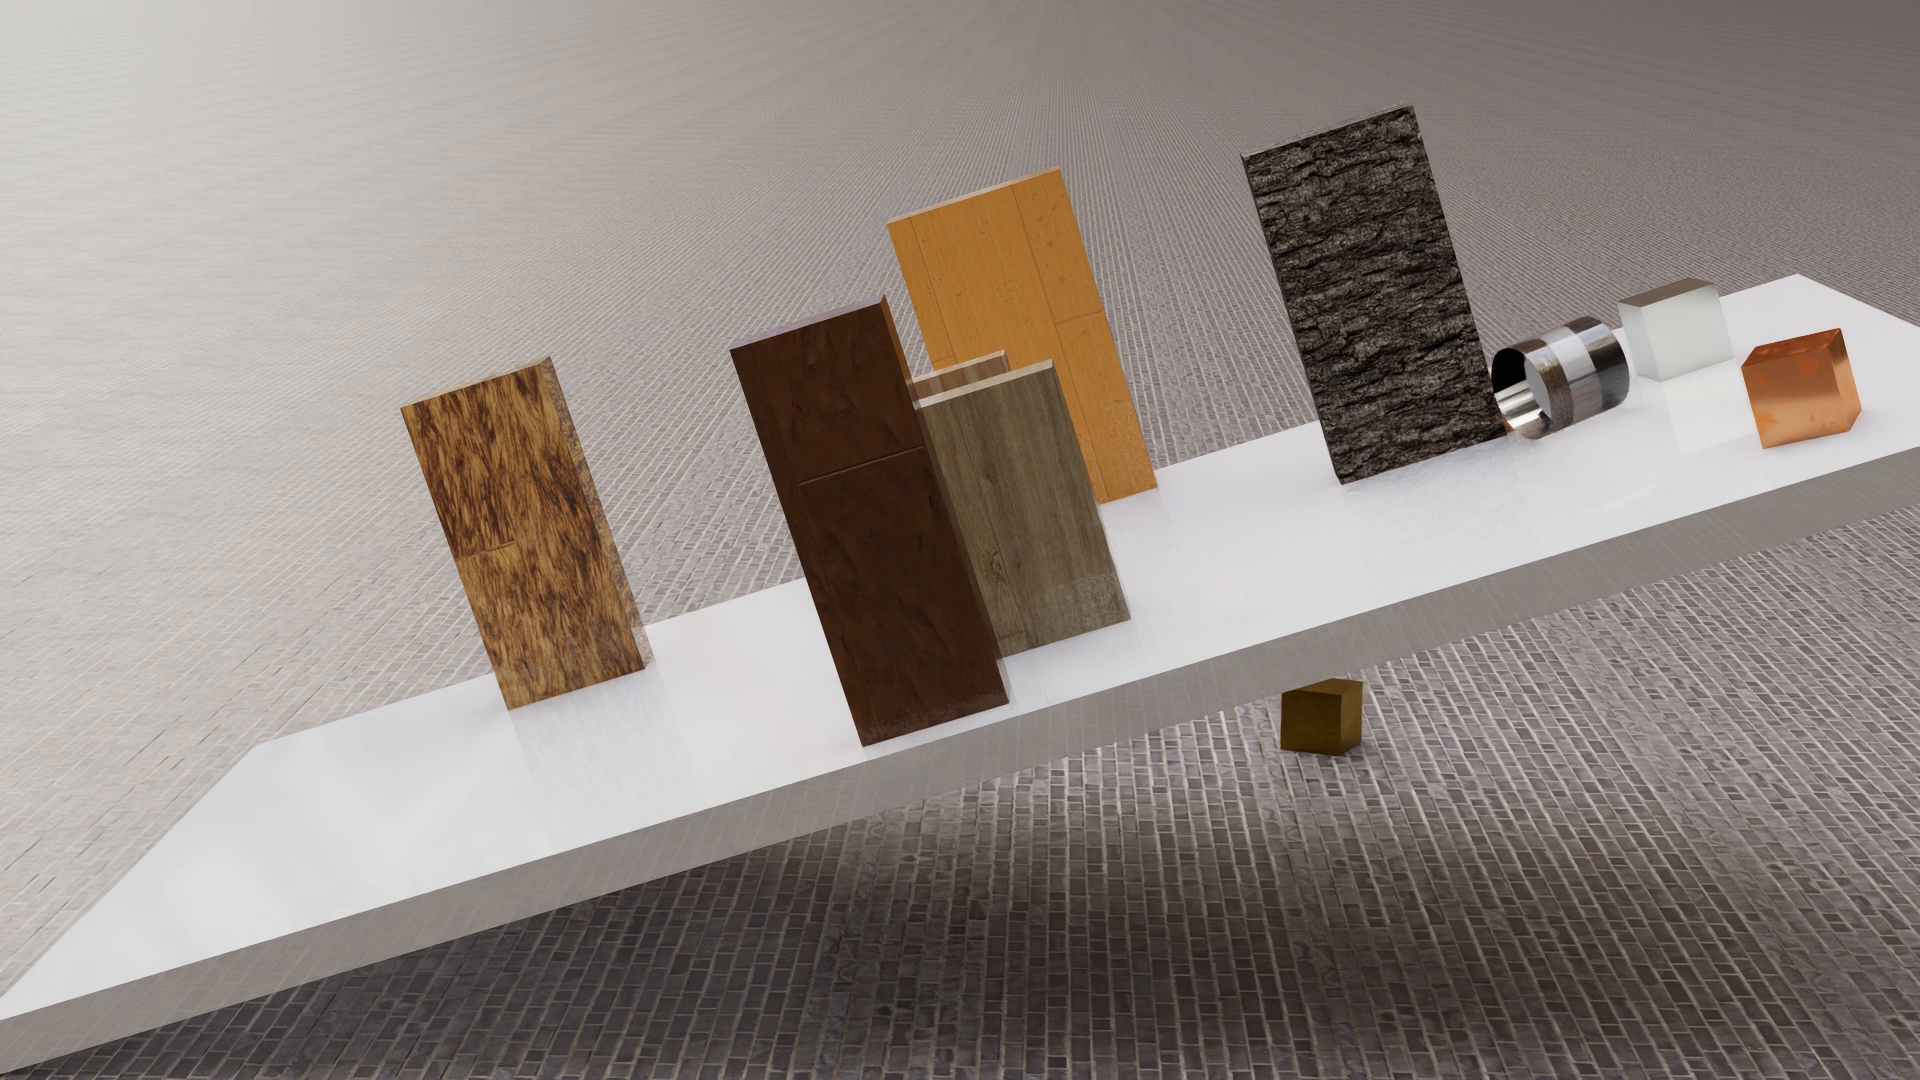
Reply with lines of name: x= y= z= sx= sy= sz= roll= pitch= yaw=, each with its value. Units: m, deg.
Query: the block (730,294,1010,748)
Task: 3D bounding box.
block: x=-0.160 y=-0.035 z=5.440 sx=0.286 sy=0.778 sz=0.144 roll=-17 pitch=10 yaw=5

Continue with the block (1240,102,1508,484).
block: x=0.894 y=-0.534 z=6.368 sx=0.371 sy=0.741 sz=0.147 roll=-17 pitch=10 yaw=5

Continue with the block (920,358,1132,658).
block: x=0.076 y=-0.045 z=5.806 sx=0.384 sy=0.523 sz=0.123 roll=-17 pitch=10 yaw=5

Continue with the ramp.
ramp: x=0.099 y=0.183 z=6.312 sx=4.000 sy=0.100 sz=2.000 roll=-17 pitch=10 yaw=5

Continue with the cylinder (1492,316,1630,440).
cylinder: x=1.271 y=-0.343 z=6.230 sx=0.205 sy=0.205 sz=0.205 roll=-22 pitch=19 yaw=-20

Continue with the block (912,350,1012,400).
block: x=-0.030 y=-0.070 z=6.072 sx=0.424 sy=0.538 sz=0.082 roll=-17 pitch=10 yaw=5

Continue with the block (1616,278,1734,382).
block: x=1.567 y=-0.462 z=6.445 sx=0.171 sy=0.171 sz=0.171 roll=-18 pitch=10 yaw=-2

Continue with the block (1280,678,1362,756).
block: x=0.960 y=0.465 z=7.805 sx=0.167 sy=0.167 sz=0.167 roll=6 pitch=13 yaw=27

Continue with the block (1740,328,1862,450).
block: x=1.580 y=-0.285 z=5.520 sx=0.162 sy=0.162 sz=0.162 roll=-12 pitch=12 yaw=28

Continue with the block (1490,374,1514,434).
block: x=1.220 y=-0.311 z=6.404 sx=0.114 sy=0.114 sz=0.114 roll=-17 pitch=10 yaw=5

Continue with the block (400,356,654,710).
block: x=-1.004 y=-0.015 z=6.851 sx=0.340 sy=0.748 sz=0.145 roll=-17 pitch=10 yaw=5

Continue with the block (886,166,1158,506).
block: x=0.153 y=-0.449 z=7.043 sx=0.426 sy=0.791 sz=0.147 roll=-17 pitch=10 yaw=5
